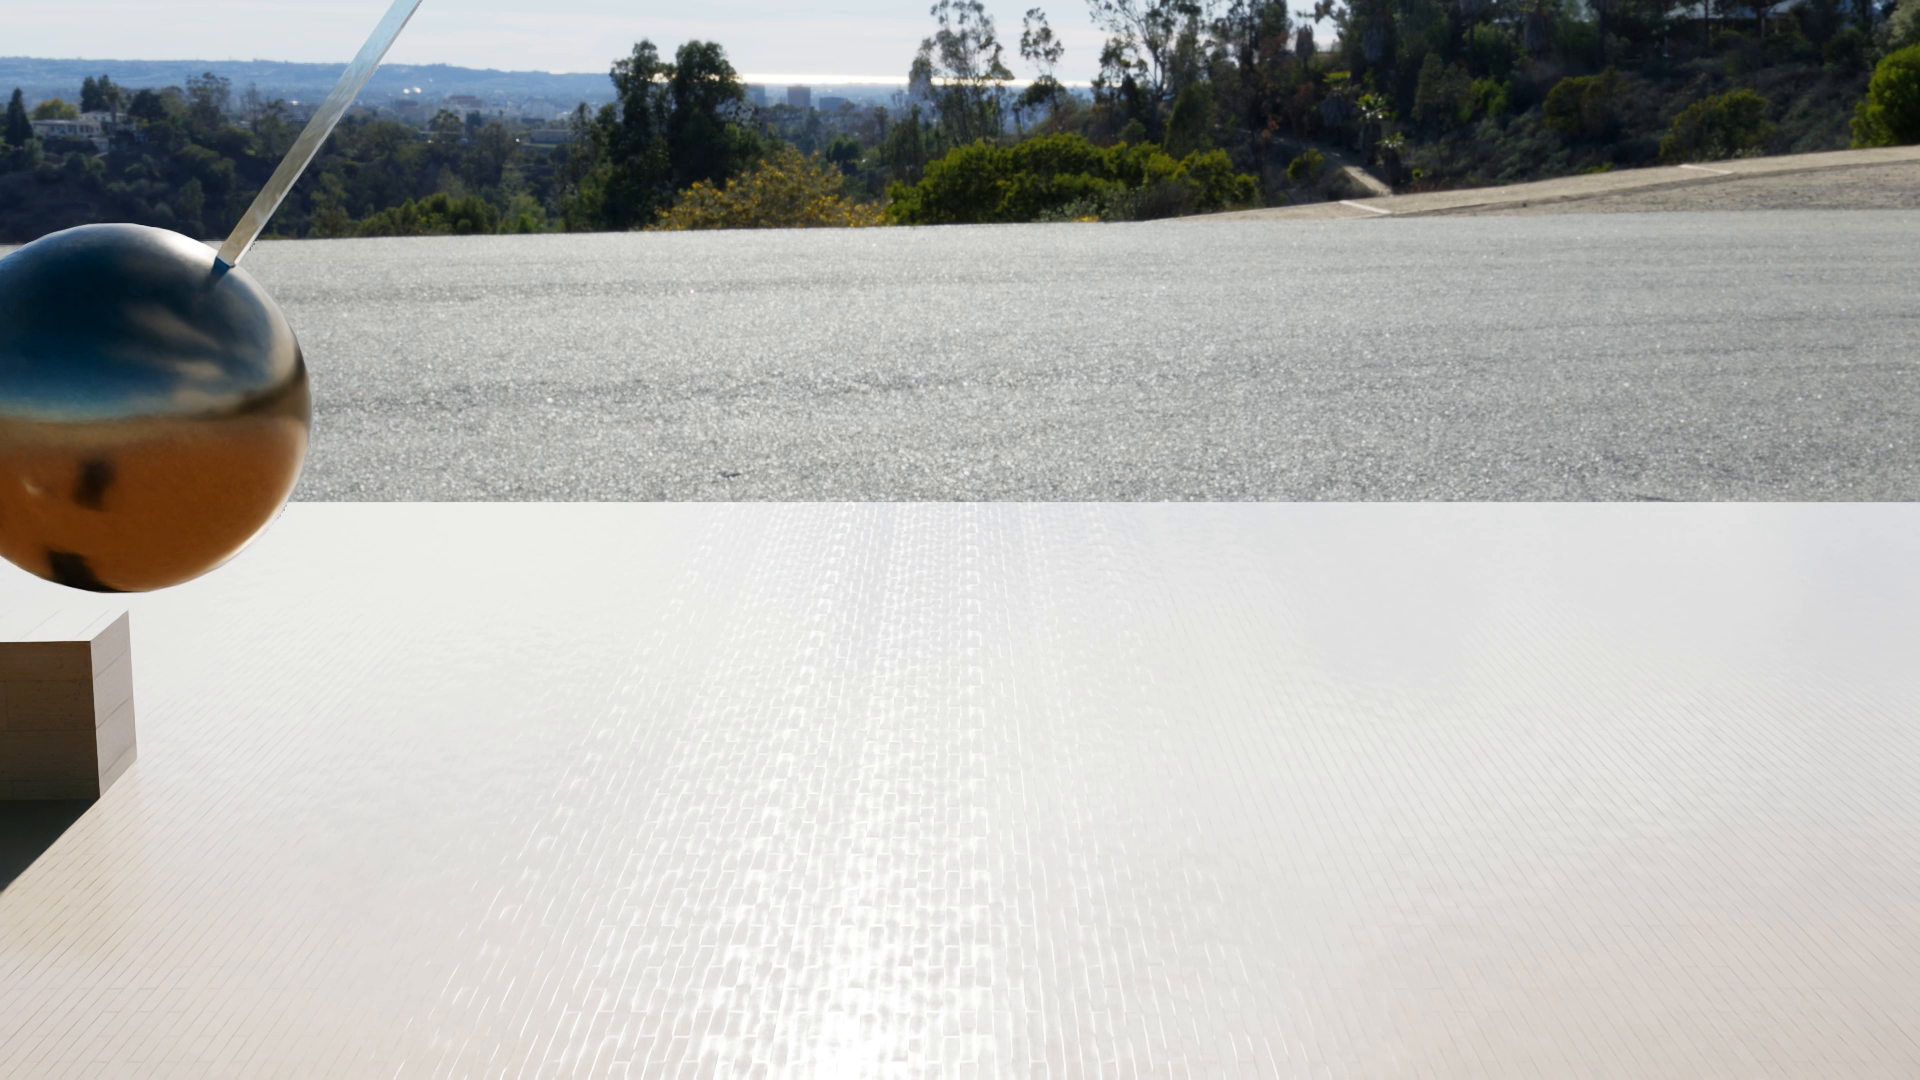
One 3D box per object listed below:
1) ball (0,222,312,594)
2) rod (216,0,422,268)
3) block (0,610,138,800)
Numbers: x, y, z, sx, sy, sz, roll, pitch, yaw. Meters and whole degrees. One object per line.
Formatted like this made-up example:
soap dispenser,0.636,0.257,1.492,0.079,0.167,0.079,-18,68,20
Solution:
ball,-3.621,-0.565,11.078,1.600,1.600,1.600,0,10,0
rod,-1.569,-3.232,10.593,0.080,5.200,0.080,37,8,-6
block,-4.571,0.815,12.869,0.649,0.792,0.745,-1,10,-4
